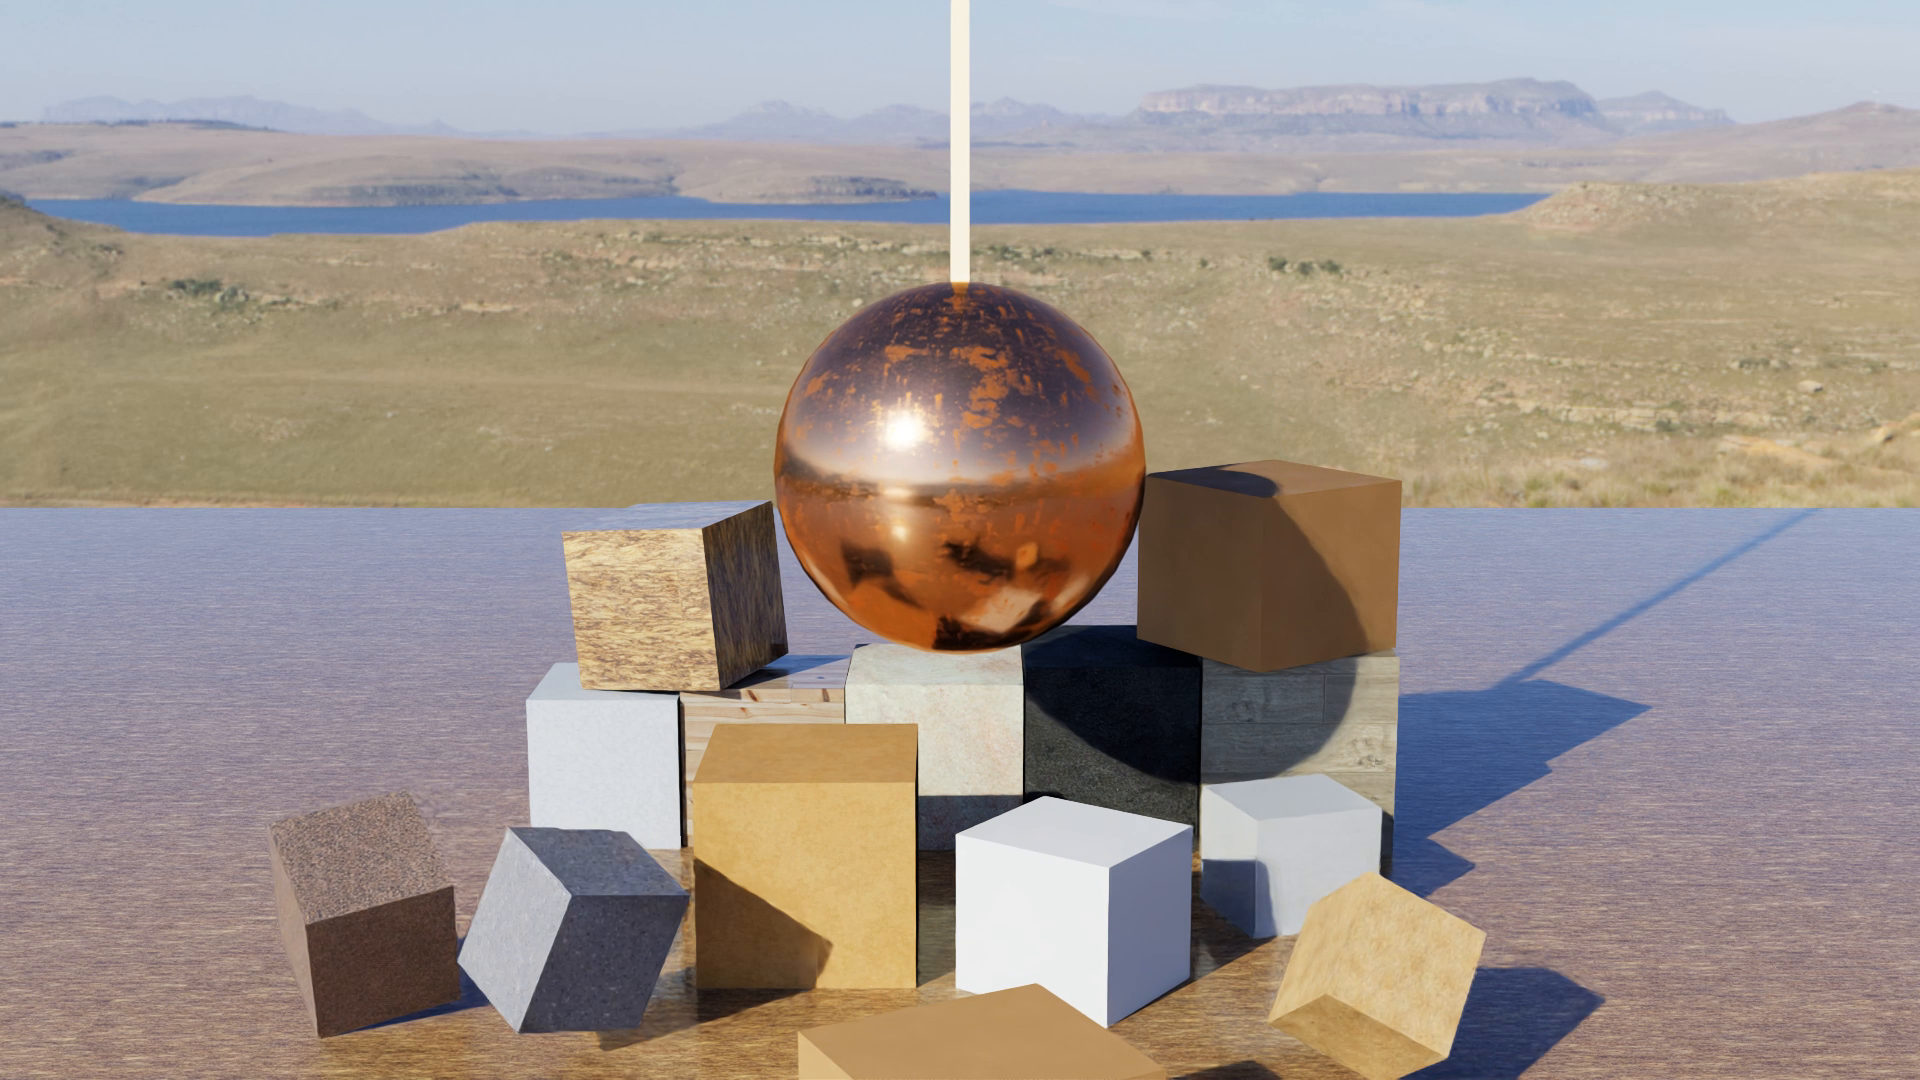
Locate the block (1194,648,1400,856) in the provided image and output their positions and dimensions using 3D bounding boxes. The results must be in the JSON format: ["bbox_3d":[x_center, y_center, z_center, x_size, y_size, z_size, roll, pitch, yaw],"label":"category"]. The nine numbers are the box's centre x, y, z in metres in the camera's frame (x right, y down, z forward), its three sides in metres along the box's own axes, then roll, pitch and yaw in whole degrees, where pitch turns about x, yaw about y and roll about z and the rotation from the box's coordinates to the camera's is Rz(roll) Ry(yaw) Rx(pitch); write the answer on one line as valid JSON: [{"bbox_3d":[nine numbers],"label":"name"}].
[{"bbox_3d":[1.670,0.981,11.343,0.962,1.012,0.999,0,10,0],"label":"block"}]

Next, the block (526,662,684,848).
[{"bbox_3d":[-1.777,1.101,11.363,0.747,0.767,0.799,0,10,0],"label":"block"}]

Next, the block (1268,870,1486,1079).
[{"bbox_3d":[1.543,1.629,8.161,0.499,0.510,0.520,29,-29,-4],"label":"block"}]

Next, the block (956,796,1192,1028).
[{"bbox_3d":[0.479,1.539,9.224,0.742,0.672,0.668,7,13,35],"label":"block"}]

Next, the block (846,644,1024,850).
[{"bbox_3d":[-0.122,1.054,11.385,0.879,0.852,0.899,0,10,1],"label":"block"}]

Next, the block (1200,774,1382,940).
[{"bbox_3d":[1.512,1.442,10.103,0.620,0.548,0.570,-3,11,-18],"label":"block"}]

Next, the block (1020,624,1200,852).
[{"bbox_3d":[0.752,1.008,11.365,0.855,0.951,0.961,0,10,0],"label":"block"}]

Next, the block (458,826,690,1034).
[{"bbox_3d":[-1.496,1.506,8.518,0.558,0.600,0.498,10,18,-45],"label":"block"}]

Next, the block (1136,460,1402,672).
[{"bbox_3d":[1.536,0.104,10.988,0.920,0.841,0.906,-7,13,-35],"label":"block"}]

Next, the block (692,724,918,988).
[{"bbox_3d":[-0.647,1.357,9.607,0.918,0.893,0.940,0,10,0],"label":"block"}]

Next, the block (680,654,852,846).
[{"bbox_3d":[-0.985,1.076,11.370,0.816,0.815,0.740,0,10,0],"label":"block"}]

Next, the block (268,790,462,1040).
[{"bbox_3d":[-2.406,1.503,8.889,0.572,0.609,0.644,-12,36,-25],"label":"block"}]

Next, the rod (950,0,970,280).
[{"bbox_3d":[0.000,-3.690,9.779,0.080,5.200,0.080,0,-6,0],"label":"rod"}]

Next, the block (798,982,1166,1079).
[{"bbox_3d":[0.057,1.936,6.844,0.867,0.741,0.785,-5,12,-27],"label":"block"}]

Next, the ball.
[{"bbox_3d":[0.000,-0.307,9.438,1.600,1.600,1.600,0,10,0],"label":"ball"}]

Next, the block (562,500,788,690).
[{"bbox_3d":[-1.442,0.274,11.239,0.796,0.814,0.757,-1,11,23],"label":"block"}]
